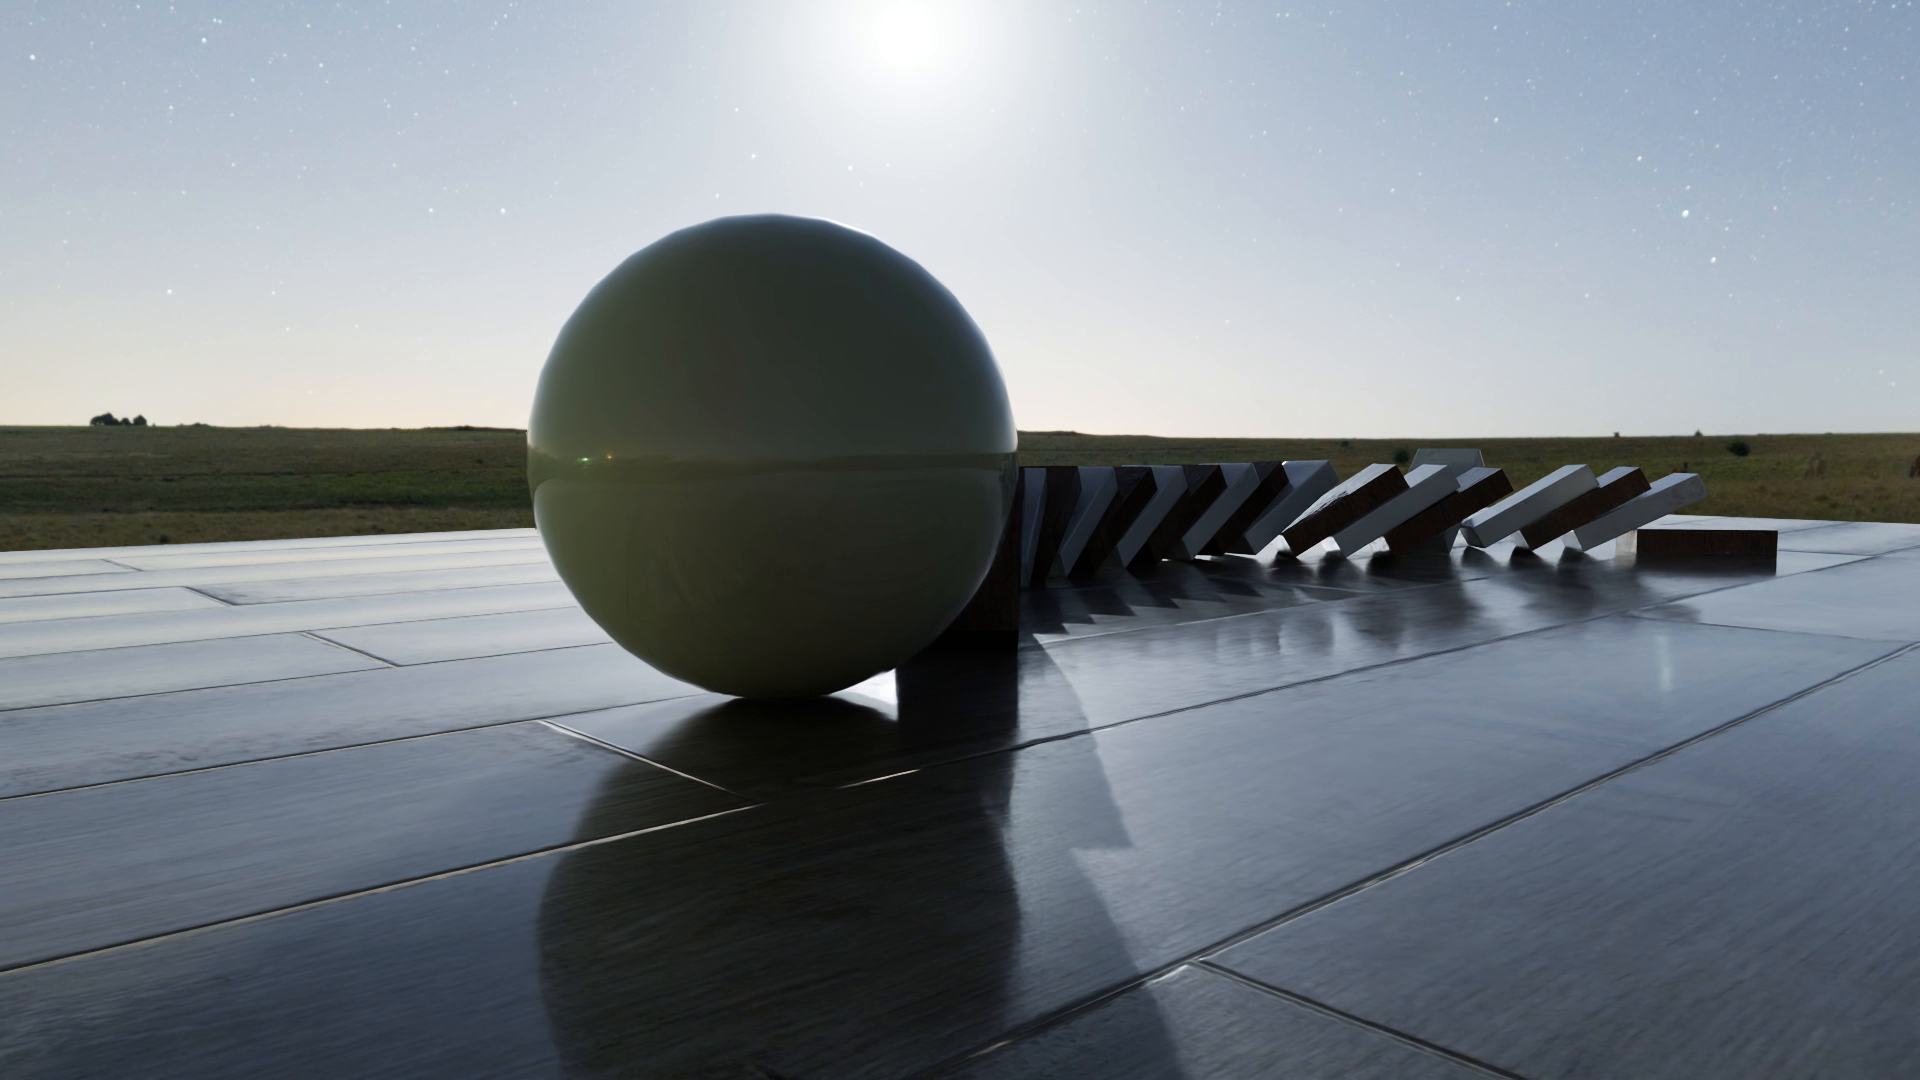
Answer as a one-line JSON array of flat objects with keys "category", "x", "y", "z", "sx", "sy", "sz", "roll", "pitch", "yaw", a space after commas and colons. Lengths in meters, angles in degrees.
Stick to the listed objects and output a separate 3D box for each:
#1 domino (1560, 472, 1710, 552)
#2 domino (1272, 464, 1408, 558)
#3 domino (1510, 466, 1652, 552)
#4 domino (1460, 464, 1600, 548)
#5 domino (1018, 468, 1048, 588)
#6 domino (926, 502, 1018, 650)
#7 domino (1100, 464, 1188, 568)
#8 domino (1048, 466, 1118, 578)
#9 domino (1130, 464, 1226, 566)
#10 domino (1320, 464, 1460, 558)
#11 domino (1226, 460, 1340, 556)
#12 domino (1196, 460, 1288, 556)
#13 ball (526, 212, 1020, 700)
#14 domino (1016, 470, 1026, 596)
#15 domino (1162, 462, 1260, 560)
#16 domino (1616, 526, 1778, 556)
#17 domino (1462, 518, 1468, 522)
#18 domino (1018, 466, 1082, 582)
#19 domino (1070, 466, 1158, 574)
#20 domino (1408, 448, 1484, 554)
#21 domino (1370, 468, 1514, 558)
[{"category": "domino", "x": 0.267, "y": -0.011, "z": 0.512, "sx": 0.050, "sy": 0.010, "sz": 0.025, "roll": -26, "pitch": -1, "yaw": 10}, {"category": "domino", "x": 0.144, "y": -0.012, "z": 0.493, "sx": 0.050, "sy": 0.009, "sz": 0.025, "roll": -32, "pitch": 4, "yaw": 1}, {"category": "domino", "x": 0.248, "y": -0.013, "z": 0.516, "sx": 0.050, "sy": 0.010, "sz": 0.025, "roll": -30, "pitch": -1, "yaw": 11}, {"category": "domino", "x": 0.230, "y": -0.014, "z": 0.522, "sx": 0.050, "sy": 0.009, "sz": 0.025, "roll": -30, "pitch": -1, "yaw": 8}, {"category": "domino", "x": 0.012, "y": -0.005, "z": 0.396, "sx": 0.025, "sy": 0.009, "sz": 0.050, "roll": 1, "pitch": 37, "yaw": 11}, {"category": "domino", "x": 0.000, "y": -0.002, "z": 0.274, "sx": 0.025, "sy": 0.050, "sz": 0.010, "roll": 0, "pitch": -28, "yaw": 1}, {"category": "domino", "x": 0.058, "y": -0.009, "z": 0.457, "sx": 0.025, "sy": 0.010, "sz": 0.050, "roll": 4, "pitch": 38, "yaw": 40}, {"category": "domino", "x": 0.032, "y": -0.007, "z": 0.429, "sx": 0.025, "sy": 0.009, "sz": 0.050, "roll": 2, "pitch": 37, "yaw": 29}, {"category": "domino", "x": 0.074, "y": -0.010, "z": 0.469, "sx": 0.025, "sy": 0.010, "sz": 0.050, "roll": 4, "pitch": 38, "yaw": 46}, {"category": "domino", "x": 0.163, "y": -0.011, "z": 0.490, "sx": 0.050, "sy": 0.010, "sz": 0.025, "roll": -32, "pitch": 4, "yaw": 2}, {"category": "domino", "x": 0.121, "y": -0.013, "z": 0.500, "sx": 0.050, "sy": 0.009, "sz": 0.025, "roll": -38, "pitch": 18, "yaw": -20}, {"category": "domino", "x": 0.102, "y": -0.012, "z": 0.494, "sx": 0.025, "sy": 0.009, "sz": 0.050, "roll": 1, "pitch": 36, "yaw": 50}, {"category": "ball", "x": -0.030, "y": -0.014, "z": 0.214, "sx": 0.080, "sy": 0.080, "sz": 0.080, "roll": 0, "pitch": 4, "yaw": 0}, {"category": "domino", "x": 0.006, "y": -0.003, "z": 0.377, "sx": 0.025, "sy": 0.010, "sz": 0.050, "roll": 0, "pitch": 37, "yaw": 5}, {"category": "domino", "x": 0.088, "y": -0.011, "z": 0.482, "sx": 0.025, "sy": 0.009, "sz": 0.050, "roll": 3, "pitch": 37, "yaw": 48}, {"category": "domino", "x": 0.291, "y": 0.000, "z": 0.508, "sx": 0.050, "sy": 0.010, "sz": 0.025, "roll": 1, "pitch": 4, "yaw": 10}, {"category": "domino", "x": 0.198, "y": -0.007, "z": 0.544, "sx": 0.025, "sy": 0.009, "sz": 0.050, "roll": -23, "pitch": -7, "yaw": 28}, {"category": "domino", "x": 0.021, "y": -0.006, "z": 0.413, "sx": 0.025, "sy": 0.009, "sz": 0.050, "roll": 1, "pitch": 37, "yaw": 21}, {"category": "domino", "x": 0.046, "y": -0.008, "z": 0.444, "sx": 0.025, "sy": 0.009, "sz": 0.050, "roll": 3, "pitch": 37, "yaw": 37}, {"category": "domino", "x": 0.190, "y": -0.016, "z": 0.515, "sx": 0.025, "sy": 0.009, "sz": 0.050, "roll": 4, "pitch": 48, "yaw": 40}, {"category": "domino", "x": 0.181, "y": -0.011, "z": 0.488, "sx": 0.050, "sy": 0.009, "sz": 0.025, "roll": -30, "pitch": 4, "yaw": 2}]
